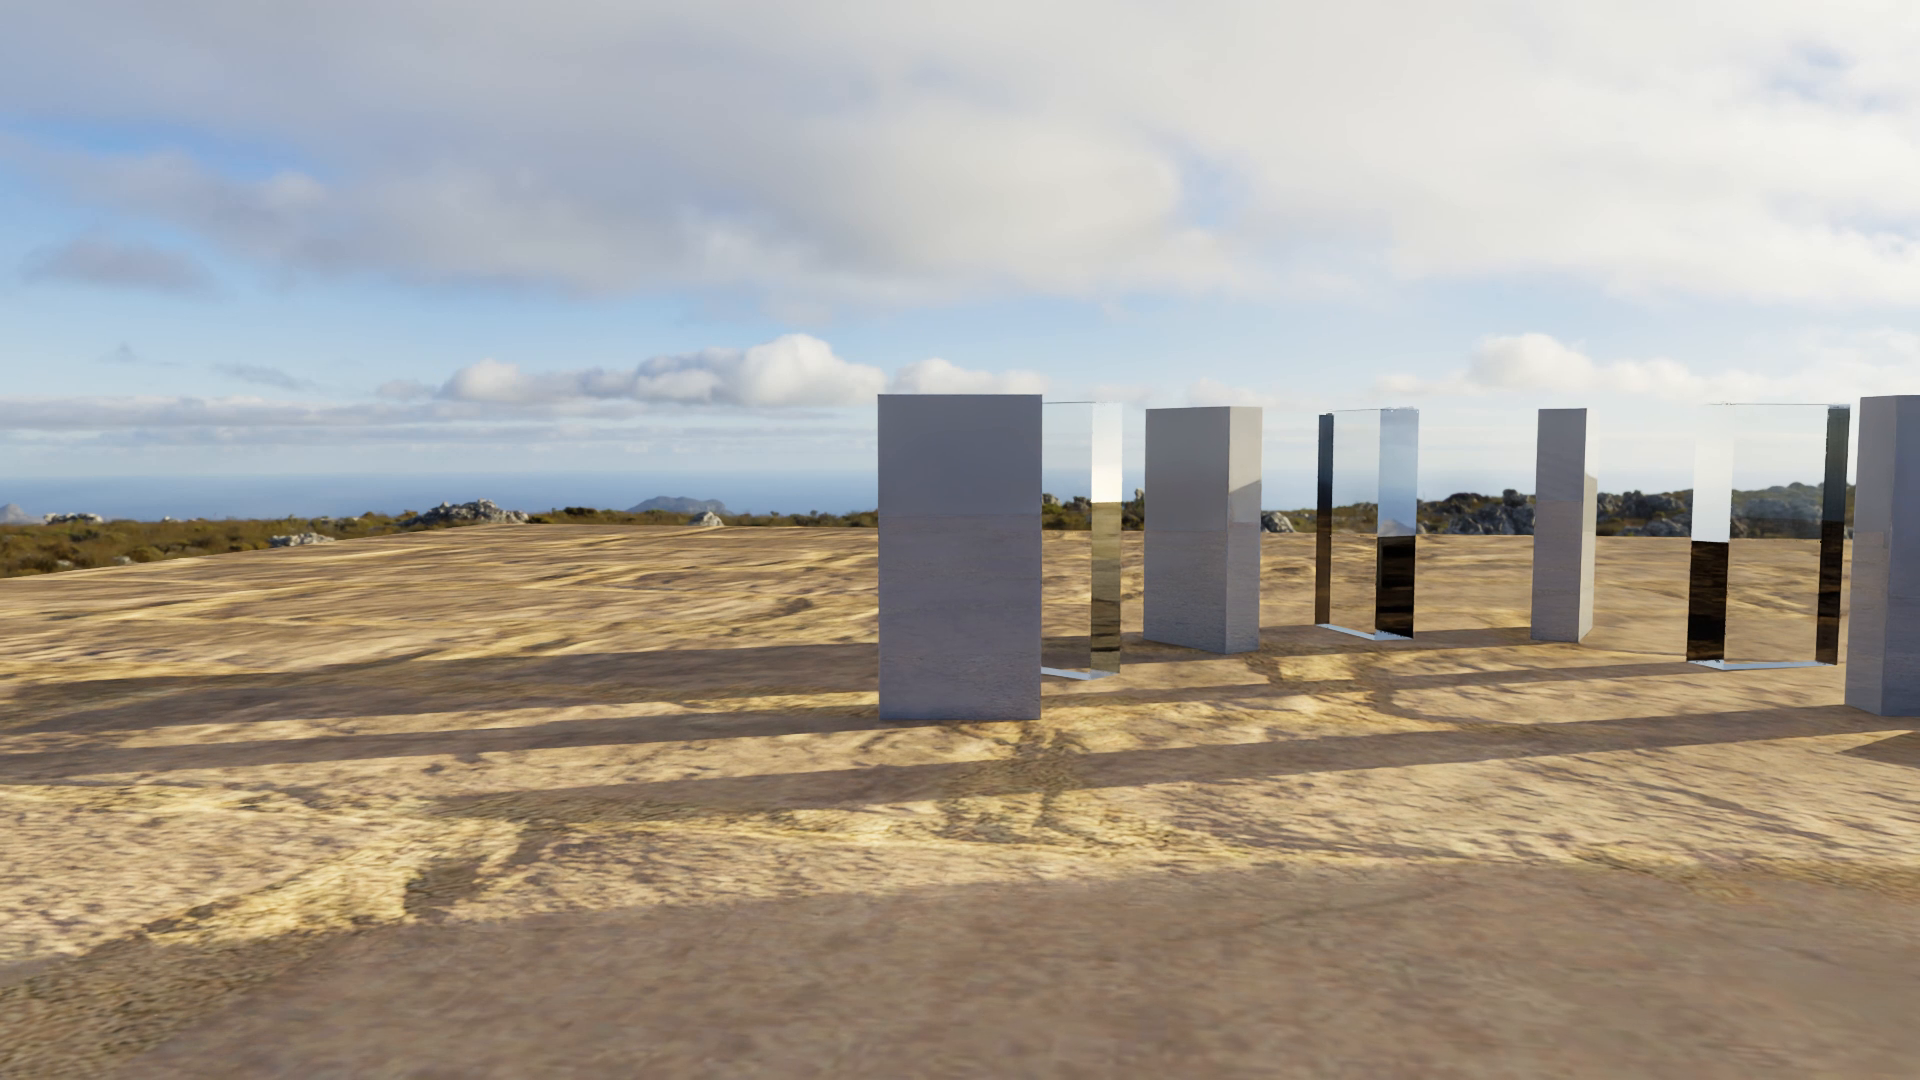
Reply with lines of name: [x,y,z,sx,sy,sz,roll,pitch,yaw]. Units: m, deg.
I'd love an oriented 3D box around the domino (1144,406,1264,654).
domino: [0.051,-0.003,0.270,0.009,0.050,0.025,-3,5,-33]

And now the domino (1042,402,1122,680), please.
domino: [0.017,-0.001,0.241,0.025,0.050,0.009,4,6,41]

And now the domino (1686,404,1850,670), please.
domino: [0.155,-0.001,0.247,0.025,0.050,0.009,-1,4,-10]

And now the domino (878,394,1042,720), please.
domino: [0.000,0.002,0.201,0.025,0.050,0.009,0,4,0]

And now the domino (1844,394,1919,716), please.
domino: [0.157,0.002,0.202,0.025,0.050,0.009,0,4,5]

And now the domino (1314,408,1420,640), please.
domino: [0.091,-0.004,0.290,0.010,0.050,0.025,-1,4,-15]

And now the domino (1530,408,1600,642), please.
domino: [0.135,-0.004,0.286,0.009,0.050,0.025,3,5,32]
